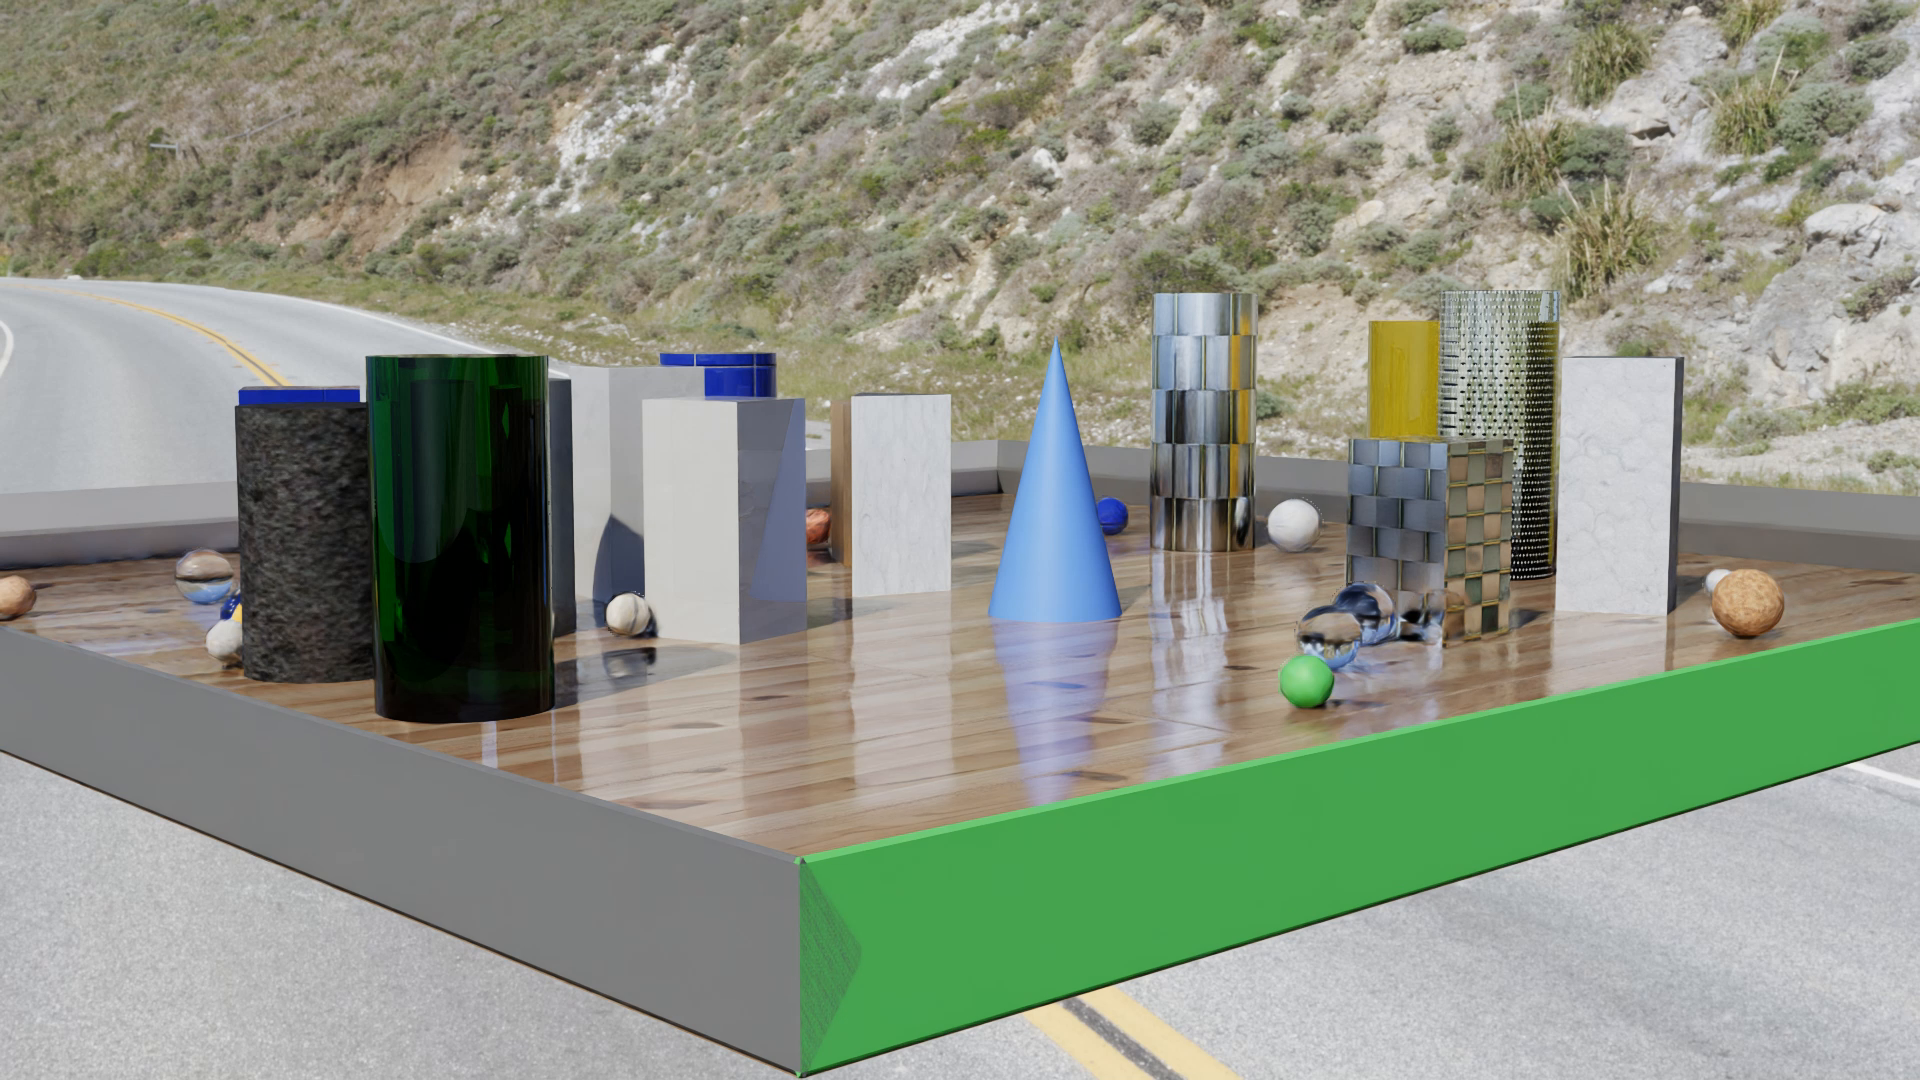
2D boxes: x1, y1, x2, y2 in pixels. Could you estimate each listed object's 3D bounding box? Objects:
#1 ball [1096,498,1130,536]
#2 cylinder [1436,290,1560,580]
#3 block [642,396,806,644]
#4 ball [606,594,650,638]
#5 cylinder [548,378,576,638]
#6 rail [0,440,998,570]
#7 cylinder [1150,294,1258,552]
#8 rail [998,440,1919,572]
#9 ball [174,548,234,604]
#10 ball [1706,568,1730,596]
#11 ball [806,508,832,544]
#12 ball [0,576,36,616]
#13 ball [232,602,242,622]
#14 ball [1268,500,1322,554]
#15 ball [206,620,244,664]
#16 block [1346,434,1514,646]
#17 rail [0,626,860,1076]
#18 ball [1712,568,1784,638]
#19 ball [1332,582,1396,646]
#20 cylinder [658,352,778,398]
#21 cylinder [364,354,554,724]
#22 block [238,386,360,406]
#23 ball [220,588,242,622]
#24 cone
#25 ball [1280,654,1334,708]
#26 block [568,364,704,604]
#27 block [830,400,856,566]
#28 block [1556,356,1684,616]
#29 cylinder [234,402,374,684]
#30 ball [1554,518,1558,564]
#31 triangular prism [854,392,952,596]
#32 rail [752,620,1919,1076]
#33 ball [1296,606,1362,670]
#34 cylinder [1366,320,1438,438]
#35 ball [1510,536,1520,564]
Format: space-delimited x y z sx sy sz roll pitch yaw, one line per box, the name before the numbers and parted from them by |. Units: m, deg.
ball | 0.298 -0.047 4.371 0.076 0.076 0.076 0 6 0
cylinder | 0.905 -0.180 3.713 0.199 0.478 0.199 0 6 0
block | -0.323 -0.032 3.032 0.159 0.325 0.159 3 7 30
ball | -0.453 0.103 2.997 0.060 0.060 0.060 0 6 0
cylinder | -0.636 -0.047 3.046 0.199 0.350 0.199 0 6 0
rail | -0.974 -0.076 4.382 2.946 0.129 0.045 -5 8 -42
cylinder | 0.458 -0.224 4.139 0.199 0.477 0.199 0 6 0
rail | 1.065 -0.068 4.309 0.045 0.129 2.920 -5 8 -42
ball | -1.149 0.055 3.343 0.085 0.085 0.085 0 6 0
ball | 1.180 0.068 3.408 0.047 0.047 0.047 0 6 0
ball | -0.278 -0.026 4.206 0.069 0.069 0.069 0 6 0
ball | -1.381 0.082 3.210 0.060 0.060 0.060 0 6 0
ball | -0.904 0.110 2.852 0.080 0.080 0.080 0 6 0
ball | 0.616 -0.026 4.053 0.099 0.099 0.099 0 6 0
ball | -0.912 0.127 2.746 0.055 0.055 0.055 0 6 0
block | 0.644 -0.004 3.021 0.159 0.270 0.159 -6 8 -43
rail | -1.065 0.135 2.354 0.045 0.129 2.920 -5 8 -42
ball | 1.077 0.086 3.006 0.094 0.094 0.094 0 6 0
ball | 0.536 0.099 2.927 0.085 0.085 0.085 0 6 0
cylinder | -0.409 -0.130 3.731 0.199 0.374 0.199 0 6 0
cylinder | -0.557 -0.008 2.459 0.199 0.395 0.199 0 6 0
block | -0.924 -0.046 3.101 0.159 0.337 0.159 -2 6 -15
ball | -0.949 0.100 2.945 0.078 0.078 0.078 0 6 0
cone | 0.140 -0.096 3.229 0.199 0.411 0.199 0 6 0
ball | 0.390 0.159 2.471 0.060 0.060 0.060 0 6 0
block | -0.504 -0.092 3.436 0.159 0.359 0.159 -4 7 -32
block | -0.141 -0.105 3.928 0.159 0.283 0.159 -1 6 -11
block | 0.993 -0.087 3.307 0.159 0.375 0.159 2 6 23
cylinder | -0.787 -0.002 2.717 0.199 0.329 0.199 0 6 0
ball | 1.012 0.001 3.833 0.093 0.093 0.093 0 6 0
triangular prism | -0.125 -0.078 3.530 0.172 0.312 0.149 -3 7 -29
rail | 0.974 0.143 2.282 2.946 0.129 0.045 -5 8 -42
ball | 0.459 0.121 2.737 0.080 0.080 0.080 0 6 0
cylinder | 0.835 -0.182 3.972 0.199 0.426 0.199 0 6 0
ball | 0.967 0.016 3.886 0.051 0.051 0.051 0 6 0
